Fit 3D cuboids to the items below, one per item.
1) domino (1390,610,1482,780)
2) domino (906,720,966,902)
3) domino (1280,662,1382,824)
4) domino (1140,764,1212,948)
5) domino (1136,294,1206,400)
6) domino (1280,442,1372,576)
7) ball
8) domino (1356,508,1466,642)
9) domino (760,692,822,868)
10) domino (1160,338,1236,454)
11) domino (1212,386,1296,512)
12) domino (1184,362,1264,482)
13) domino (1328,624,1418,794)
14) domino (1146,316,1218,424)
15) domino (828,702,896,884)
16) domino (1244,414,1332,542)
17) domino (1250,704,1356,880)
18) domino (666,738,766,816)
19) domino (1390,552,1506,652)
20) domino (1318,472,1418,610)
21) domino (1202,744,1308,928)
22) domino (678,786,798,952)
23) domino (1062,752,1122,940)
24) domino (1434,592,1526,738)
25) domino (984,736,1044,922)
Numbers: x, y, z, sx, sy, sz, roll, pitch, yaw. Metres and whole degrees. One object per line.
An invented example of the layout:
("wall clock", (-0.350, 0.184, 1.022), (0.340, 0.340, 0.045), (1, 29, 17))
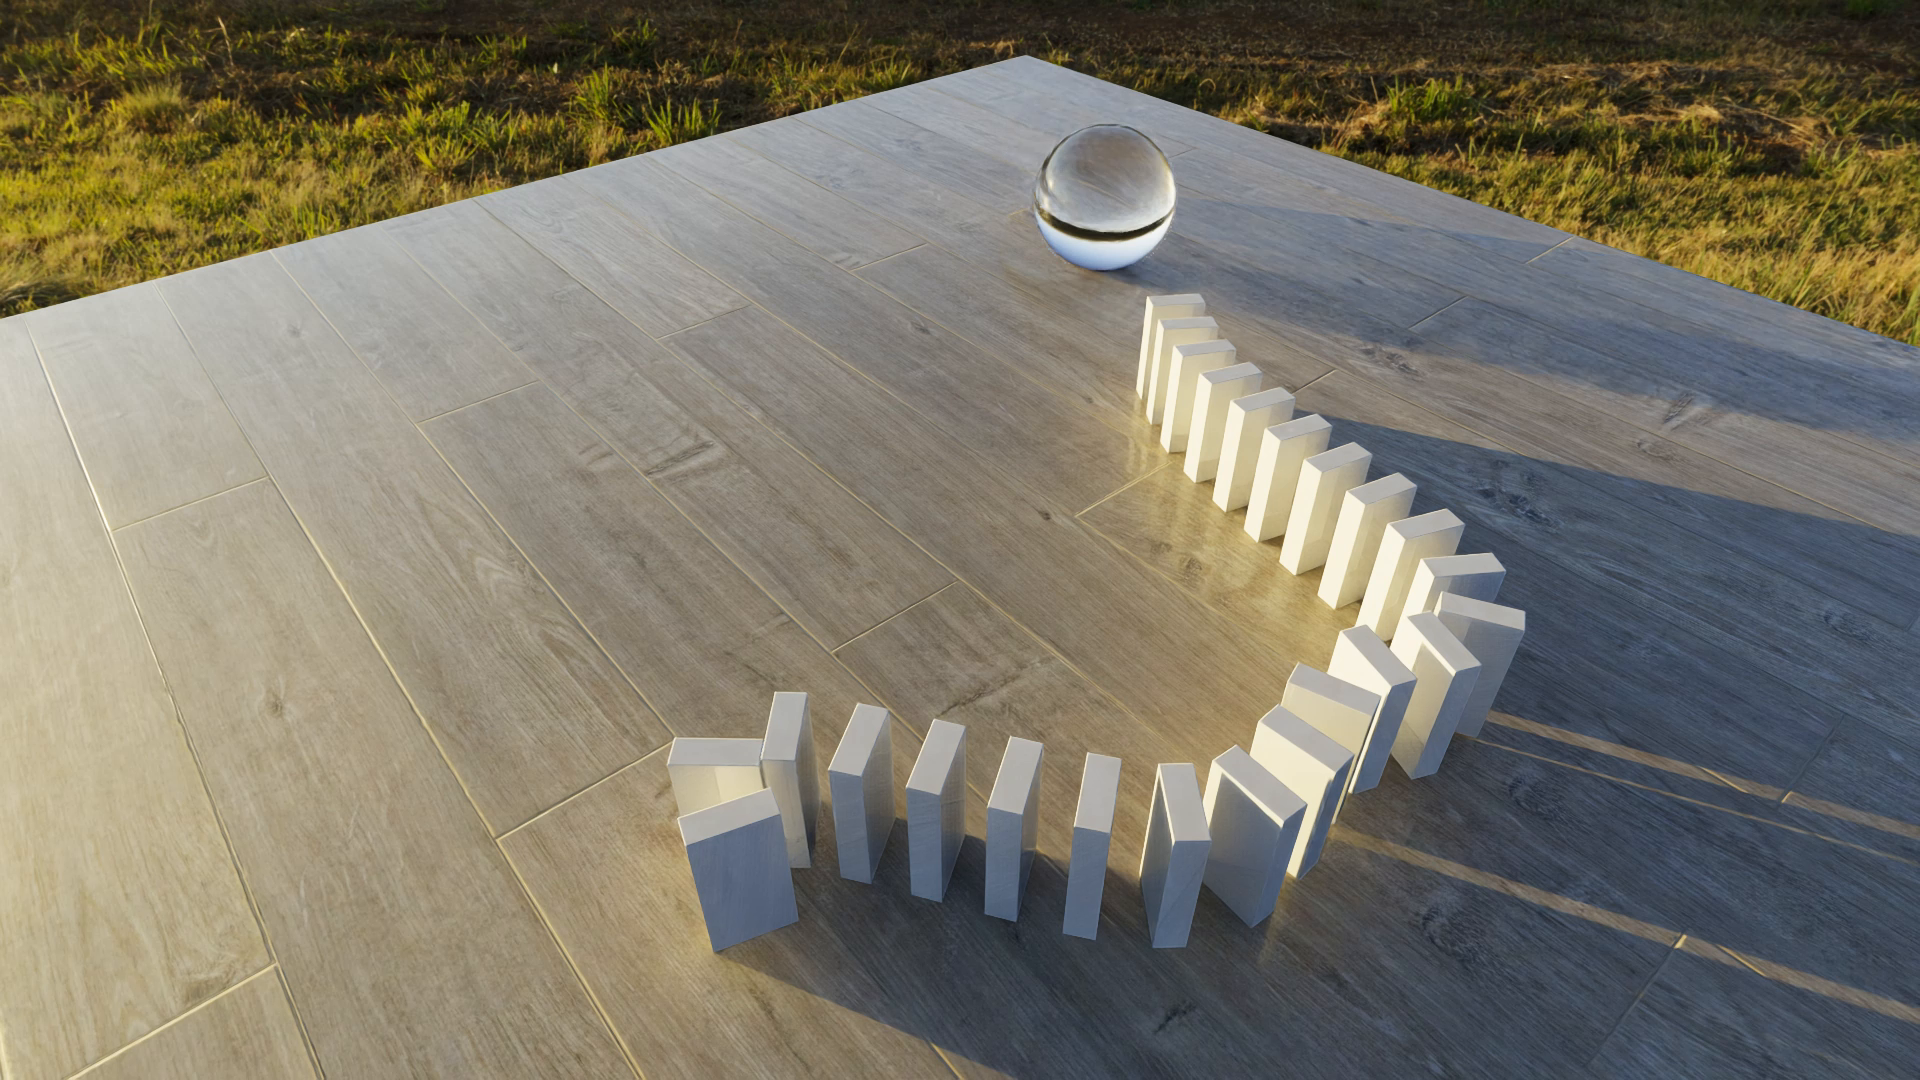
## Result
("domino", (0.147, 0.050, 0.351), (0.009, 0.050, 0.025), (-11, 41, -13))
("domino", (-0.006, 0.078, 0.316), (0.009, 0.050, 0.025), (11, 40, 13))
("domino", (0.109, 0.063, 0.335), (0.025, 0.050, 0.009), (22, 44, 25))
("domino", (0.059, 0.088, 0.304), (0.009, 0.050, 0.025), (-1, 39, -1))
("domino", (0.100, -0.092, 0.523), (0.025, 0.050, 0.009), (-5, 40, -6))
("domino", (0.141, -0.012, 0.426), (0.025, 0.050, 0.010), (-19, 43, -21))
("ball", (0.082, -0.194, 0.624), (0.080, 0.080, 0.080), (0, 39, 0))
("domino", (0.161, 0.014, 0.395), (0.025, 0.050, 0.010), (-13, 41, -15))
("domino", (-0.049, 0.071, 0.324), (0.010, 0.050, 0.025), (1, 39, 1))
("domino", (0.105, -0.063, 0.489), (0.025, 0.050, 0.009), (-9, 40, -11))
("domino", (0.122, -0.037, 0.457), (0.025, 0.050, 0.010), (-16, 42, -19))
("domino", (0.113, -0.050, 0.473), (0.025, 0.050, 0.010), (-14, 42, -17))
("domino", (0.126, 0.054, 0.346), (0.009, 0.050, 0.025), (-13, 41, -15))
("domino", (0.102, -0.077, 0.506), (0.025, 0.050, 0.009), (-4, 39, -5))
("domino", (-0.028, 0.074, 0.321), (0.009, 0.050, 0.025), (9, 40, 11))
("domino", (0.131, -0.024, 0.441), (0.025, 0.050, 0.010), (-16, 42, -19))
("domino", (0.096, 0.074, 0.321), (0.010, 0.050, 0.025), (-30, 48, -32))
("domino", (-0.067, 0.077, 0.317), (0.025, 0.050, 0.009), (1, 39, 1))
("domino", (0.166, 0.028, 0.378), (0.025, 0.050, 0.009), (-4, 40, -5))
("domino", (0.152, 0.001, 0.410), (0.025, 0.050, 0.010), (-18, 43, -21))
("domino", (0.080, 0.084, 0.309), (0.009, 0.050, 0.025), (-25, 46, -27))
("domino", (-0.060, 0.091, 0.301), (0.025, 0.050, 0.009), (-15, 42, -18))
("domino", (0.037, 0.086, 0.307), (0.009, 0.050, 0.025), (8, 40, 10))
("domino", (0.164, 0.042, 0.361), (0.025, 0.050, 0.009), (15, 42, 17))
("domino", (0.015, 0.082, 0.311), (0.010, 0.050, 0.025), (10, 40, 12))
